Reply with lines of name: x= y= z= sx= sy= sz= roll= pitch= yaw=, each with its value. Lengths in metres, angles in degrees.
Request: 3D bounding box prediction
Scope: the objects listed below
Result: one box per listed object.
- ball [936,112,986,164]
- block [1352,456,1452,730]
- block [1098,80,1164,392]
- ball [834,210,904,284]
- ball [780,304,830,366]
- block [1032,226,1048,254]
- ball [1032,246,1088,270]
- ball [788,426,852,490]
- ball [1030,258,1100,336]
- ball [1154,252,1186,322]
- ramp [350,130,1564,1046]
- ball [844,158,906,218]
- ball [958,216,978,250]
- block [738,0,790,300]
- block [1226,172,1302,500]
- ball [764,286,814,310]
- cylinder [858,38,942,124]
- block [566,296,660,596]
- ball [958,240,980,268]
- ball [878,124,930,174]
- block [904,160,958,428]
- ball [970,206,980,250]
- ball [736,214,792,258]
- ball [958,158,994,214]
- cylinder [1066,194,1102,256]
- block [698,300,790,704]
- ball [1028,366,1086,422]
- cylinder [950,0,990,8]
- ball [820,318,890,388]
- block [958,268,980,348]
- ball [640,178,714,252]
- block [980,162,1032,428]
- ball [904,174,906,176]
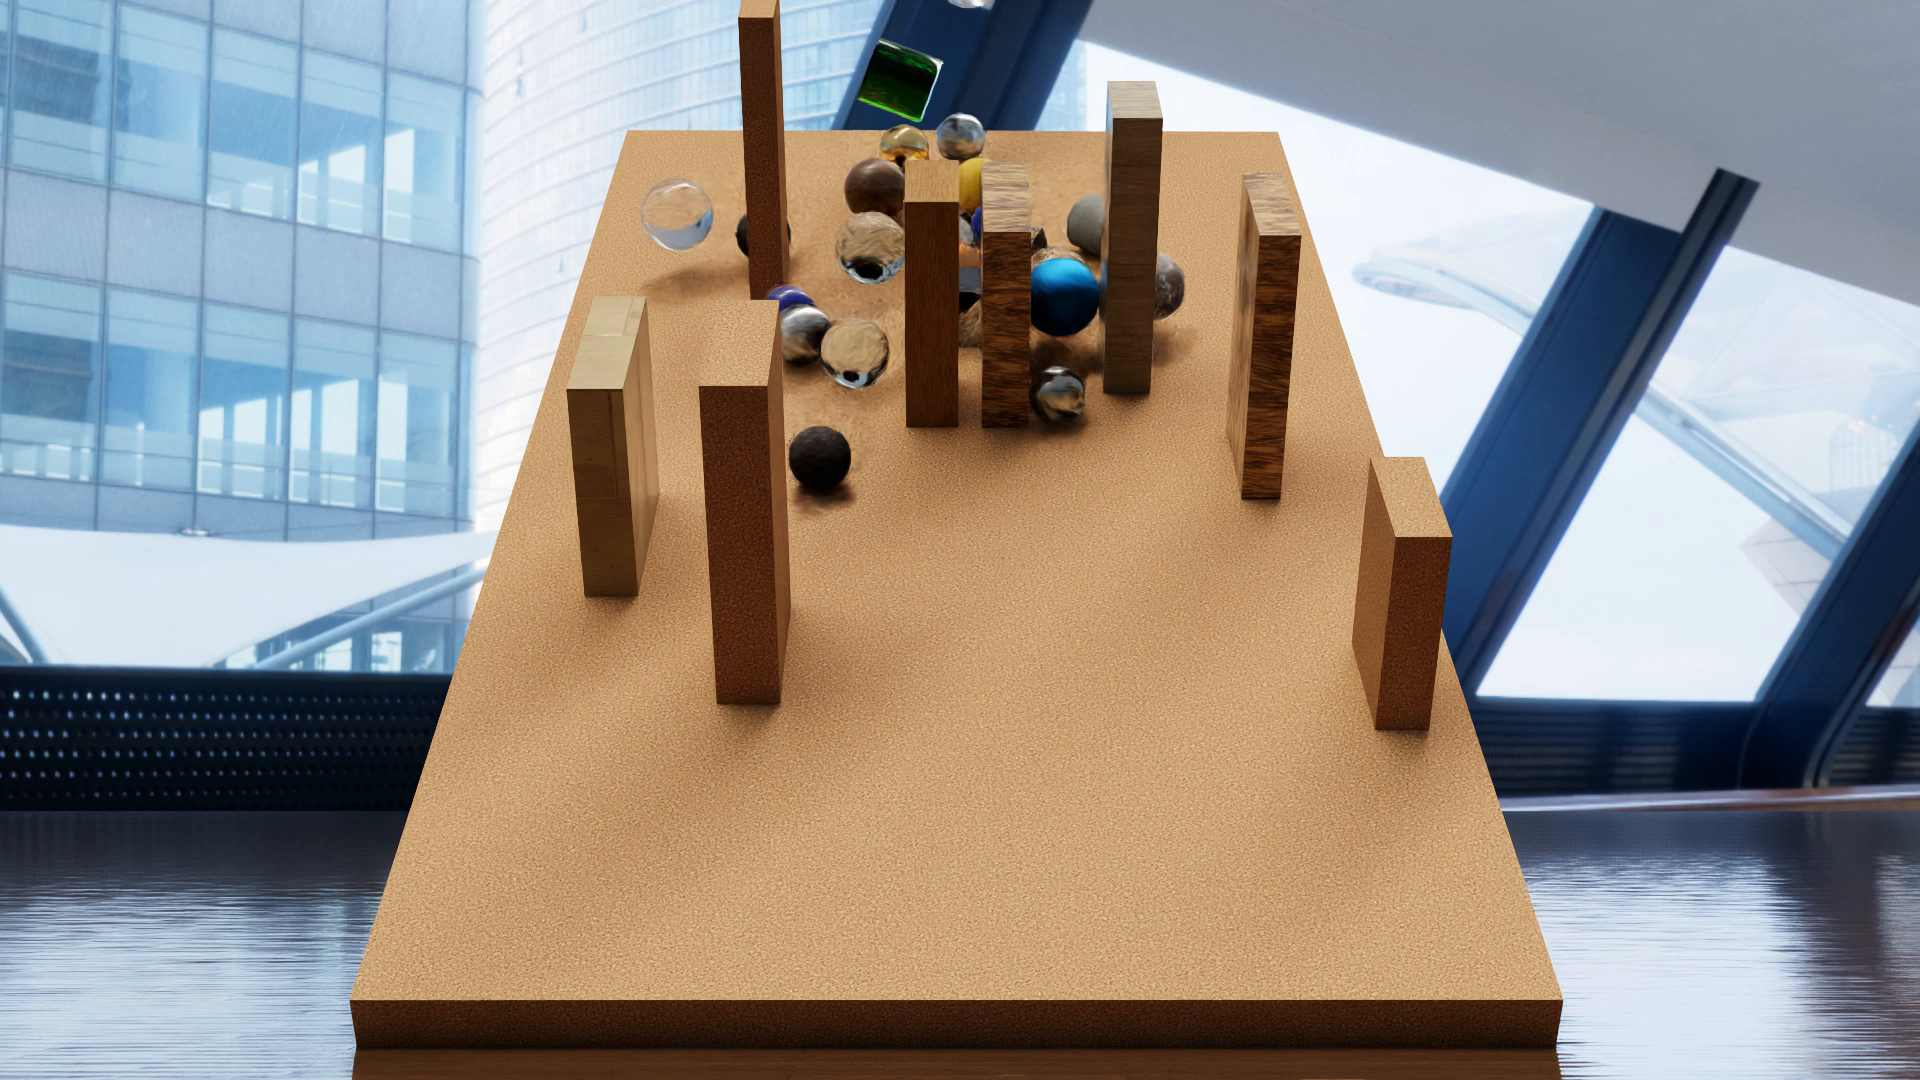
ball: x=0.002 y=-1.191 z=7.175 sx=0.149 sy=0.149 sz=0.149 roll=0 pitch=-6 yaw=0
block: x=0.851 y=0.102 z=4.687 sx=0.104 sy=0.431 sz=0.312 roll=0 pitch=30 yaw=0
block: x=0.407 y=-0.726 z=5.830 sx=0.115 sy=0.705 sz=0.251 roll=0 pitch=30 yaw=0
ball: x=-0.236 y=-0.776 z=6.419 sx=0.193 sy=0.193 sz=0.193 roll=0 pitch=-6 yaw=0
ball: x=-0.395 y=-0.509 z=6.000 sx=0.153 sy=0.153 sz=0.153 roll=0 pitch=-6 yaw=0
block: x=0.161 y=-0.763 z=6.447 sx=0.109 sy=0.109 sz=0.109 roll=10 pitch=-45 yaw=29
ball: x=0.247 y=-0.670 z=6.253 sx=0.181 sy=0.181 sz=0.181 roll=0 pitch=-6 yaw=0
ball: x=-0.316 y=-0.186 z=5.458 sx=0.143 sy=0.143 sz=0.143 roll=0 pitch=-6 yaw=0
ball: x=0.253 y=-0.609 z=6.073 sx=0.197 sy=0.197 sz=0.197 roll=0 pitch=-6 yaw=0
ball: x=0.483 y=-0.642 z=6.126 sx=0.176 sy=0.176 sz=0.176 roll=0 pitch=-6 yaw=0
ramp: x=-0.013 y=-0.207 z=5.737 sx=2.000 sy=0.100 sz=4.000 roll=0 pitch=30 yaw=0
ball: x=-0.236 y=-0.980 z=6.781 sx=0.181 sy=0.181 sz=0.181 roll=0 pitch=-6 yaw=0
ball: x=-0.038 y=-0.787 z=6.460 sx=0.172 sy=0.172 sz=0.172 roll=0 pitch=-6 yaw=0
block: x=-0.501 y=-0.999 z=6.213 sx=0.086 sy=0.785 sz=0.244 roll=0 pitch=30 yaw=0
block: x=0.677 y=-0.457 z=5.434 sx=0.088 sy=0.641 sz=0.353 roll=0 pitch=30 yaw=0
ball: x=-0.436 y=-0.574 z=6.125 sx=0.140 sy=0.140 sz=0.140 roll=0 pitch=-6 yaw=0
cylinder: x=-0.175 y=-1.347 z=7.089 sx=0.193 sy=0.193 sz=0.193 roll=20 pitch=-8 yaw=-2
block: x=-0.732 y=-0.204 z=5.145 sx=0.112 sy=0.486 sz=0.445 roll=0 pitch=30 yaw=0
ball: x=-0.022 y=-0.694 z=6.270 sx=0.171 sy=0.171 sz=0.171 roll=0 pitch=-6 yaw=0
ball: x=-0.161 y=-1.125 z=6.986 sx=0.148 sy=0.148 sz=0.148 roll=0 pitch=-6 yaw=0
block: x=-0.066 y=-0.579 z=5.706 sx=0.124 sy=0.573 sz=0.254 roll=0 pitch=30 yaw=0
ball: x=0.104 y=-0.846 z=6.577 sx=0.157 sy=0.157 sz=0.157 roll=0 pitch=-6 yaw=0
ball: x=-0.531 y=-0.824 z=6.542 sx=0.150 sy=0.150 sz=0.150 roll=0 pitch=-6 yaw=0
ball: x=0.056 y=-0.997 z=6.829 sx=0.164 sy=0.164 sz=0.164 roll=0 pitch=-6 yaw=0
cylinder: x=0.397 y=-0.849 z=6.587 sx=0.153 sy=0.153 sz=0.153 roll=29 pitch=15 yaw=40
block: x=-0.413 y=-0.073 z=4.715 sx=0.124 sy=0.695 sz=0.372 roll=0 pitch=30 yaw=0
ball: x=0.231 y=-0.347 z=5.742 sx=0.137 sy=0.137 sz=0.137 roll=0 pitch=-6 yaw=0
cylinder: x=0.009 y=-1.710 z=7.150 sx=0.207 sy=0.207 sz=0.207 roll=-2 pitch=-11 yaw=16
ball: x=-0.256 y=-0.456 z=5.893 sx=0.171 sy=0.171 sz=0.171 roll=0 pitch=-6 yaw=0
block: x=0.044 y=-0.588 z=6.140 sx=0.152 sy=0.152 sz=0.152 roll=1 pitch=30 yaw=2
ball: x=-0.752 y=-0.865 z=6.435 sx=0.194 sy=0.194 sz=0.194 roll=0 pitch=-6 yaw=0
block: x=0.107 y=-0.591 z=5.798 sx=0.110 sy=0.502 sz=0.430 roll=0 pitch=30 yaw=0
ball: x=-0.108 y=-1.018 z=6.914 sx=0.113 sy=0.113 sz=0.113 roll=0 pitch=-6 yaw=0
